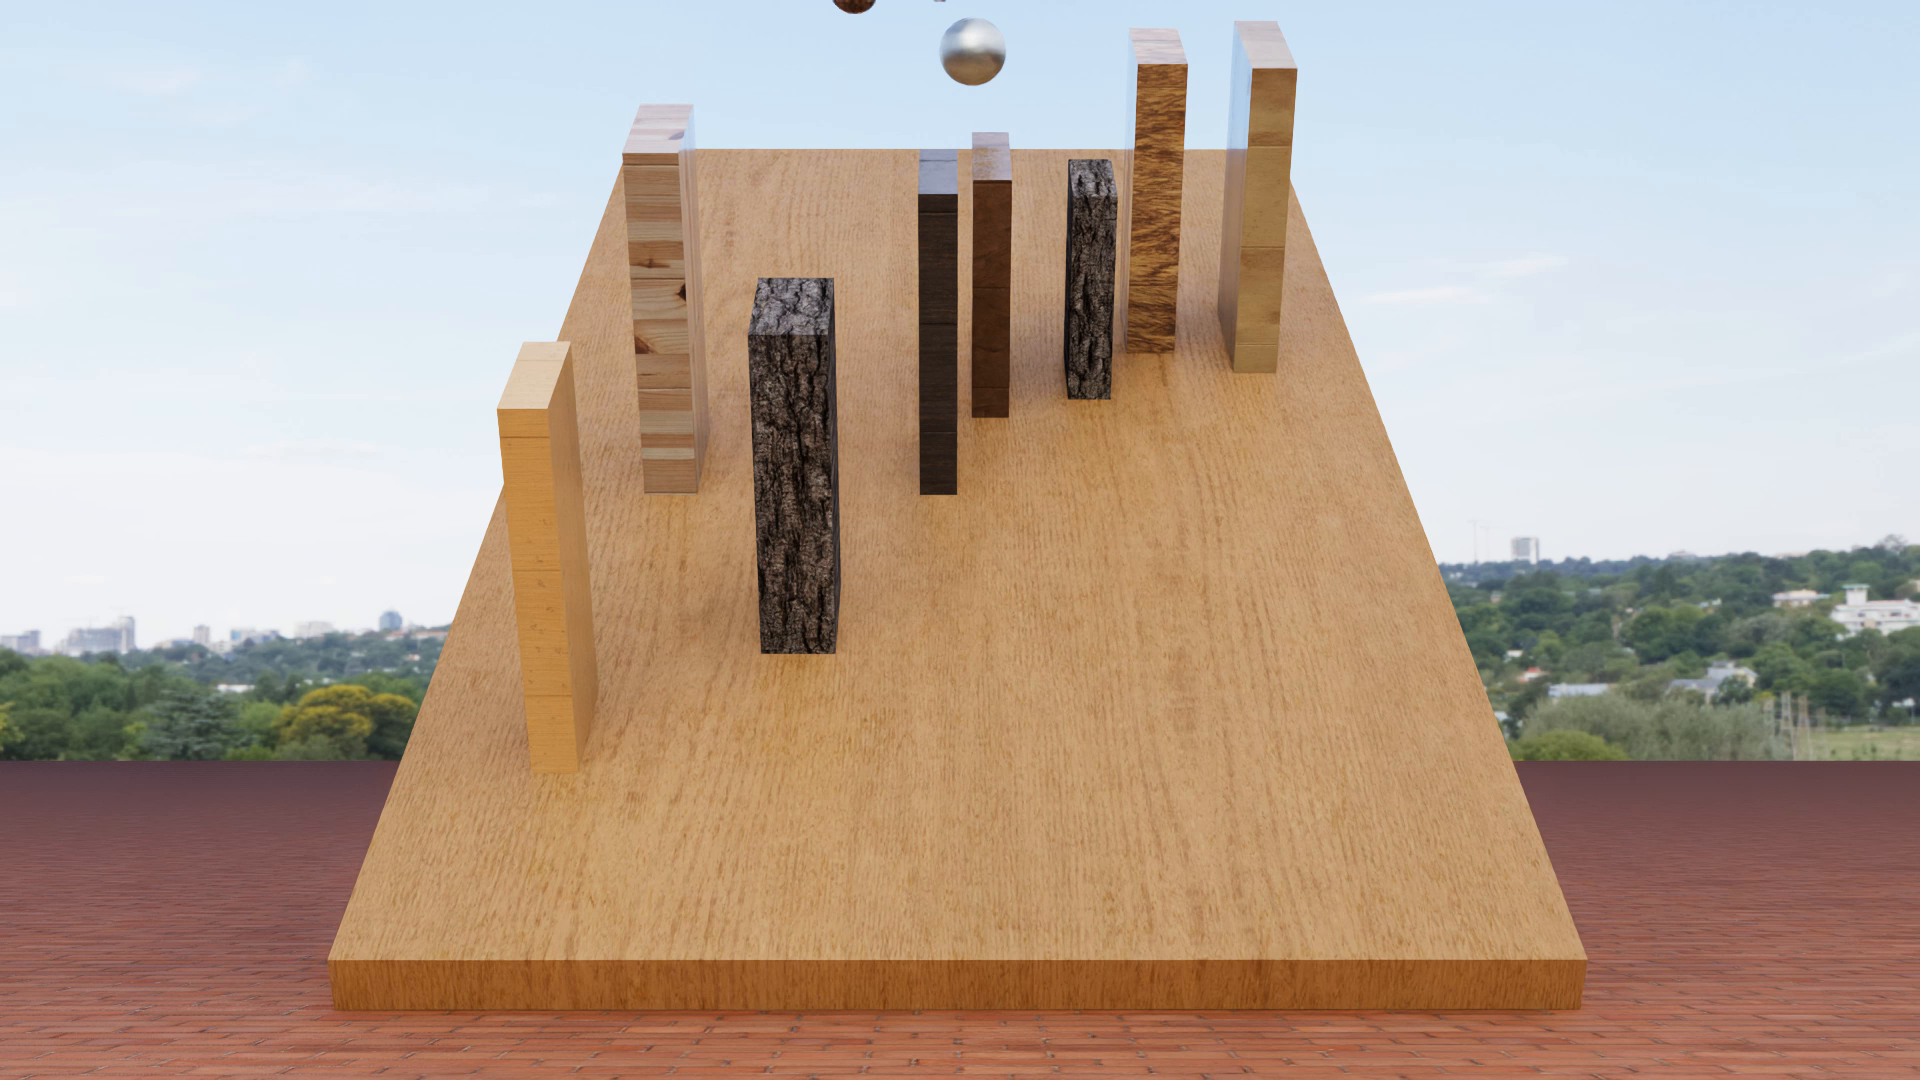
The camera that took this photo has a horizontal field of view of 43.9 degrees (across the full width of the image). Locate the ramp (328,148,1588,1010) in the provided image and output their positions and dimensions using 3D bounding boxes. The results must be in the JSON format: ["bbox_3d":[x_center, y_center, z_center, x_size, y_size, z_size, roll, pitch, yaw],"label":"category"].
[{"bbox_3d":[-0.011,-0.223,5.573,2.000,0.100,4.000,0,28,0],"label":"ramp"}]

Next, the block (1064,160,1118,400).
[{"bbox_3d":[0.308,-0.621,5.675,0.101,0.509,0.260,0,28,0],"label":"block"}]

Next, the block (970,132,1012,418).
[{"bbox_3d":[0.071,-0.624,5.600,0.087,0.584,0.338,0,28,0],"label":"block"}]

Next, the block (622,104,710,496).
[{"bbox_3d":[-0.634,-0.521,5.189,0.115,0.781,0.330,0,28,0],"label":"block"}]

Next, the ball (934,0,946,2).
[{"bbox_3d":[-0.057,-1.604,6.753,0.154,0.154,0.154,0,-5,0],"label":"ball"}]

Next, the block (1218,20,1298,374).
[{"bbox_3d":[0.720,-0.837,5.818,0.105,0.762,0.399,0,28,0],"label":"block"}]

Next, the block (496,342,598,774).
[{"bbox_3d":[-0.722,0.035,4.208,0.083,0.715,0.280,0,28,0],"label":"block"}]

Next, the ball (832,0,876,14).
[{"bbox_3d":[-0.303,-1.579,6.831,0.142,0.142,0.142,0,-5,0],"label":"ball"}]

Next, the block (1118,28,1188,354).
[{"bbox_3d":[0.473,-0.860,5.887,0.119,0.736,0.305,0,28,0],"label":"block"}]

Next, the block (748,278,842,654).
[{"bbox_3d":[-0.313,-0.140,4.589,0.144,0.670,0.279,0,28,0],"label":"block"}]

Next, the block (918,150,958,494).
[{"bbox_3d":[-0.047,-0.472,5.195,0.082,0.694,0.287,0,28,0],"label":"block"}]

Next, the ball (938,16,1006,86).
[{"bbox_3d":[0.037,-1.409,6.877,0.195,0.195,0.195,0,-5,0],"label":"ball"}]
